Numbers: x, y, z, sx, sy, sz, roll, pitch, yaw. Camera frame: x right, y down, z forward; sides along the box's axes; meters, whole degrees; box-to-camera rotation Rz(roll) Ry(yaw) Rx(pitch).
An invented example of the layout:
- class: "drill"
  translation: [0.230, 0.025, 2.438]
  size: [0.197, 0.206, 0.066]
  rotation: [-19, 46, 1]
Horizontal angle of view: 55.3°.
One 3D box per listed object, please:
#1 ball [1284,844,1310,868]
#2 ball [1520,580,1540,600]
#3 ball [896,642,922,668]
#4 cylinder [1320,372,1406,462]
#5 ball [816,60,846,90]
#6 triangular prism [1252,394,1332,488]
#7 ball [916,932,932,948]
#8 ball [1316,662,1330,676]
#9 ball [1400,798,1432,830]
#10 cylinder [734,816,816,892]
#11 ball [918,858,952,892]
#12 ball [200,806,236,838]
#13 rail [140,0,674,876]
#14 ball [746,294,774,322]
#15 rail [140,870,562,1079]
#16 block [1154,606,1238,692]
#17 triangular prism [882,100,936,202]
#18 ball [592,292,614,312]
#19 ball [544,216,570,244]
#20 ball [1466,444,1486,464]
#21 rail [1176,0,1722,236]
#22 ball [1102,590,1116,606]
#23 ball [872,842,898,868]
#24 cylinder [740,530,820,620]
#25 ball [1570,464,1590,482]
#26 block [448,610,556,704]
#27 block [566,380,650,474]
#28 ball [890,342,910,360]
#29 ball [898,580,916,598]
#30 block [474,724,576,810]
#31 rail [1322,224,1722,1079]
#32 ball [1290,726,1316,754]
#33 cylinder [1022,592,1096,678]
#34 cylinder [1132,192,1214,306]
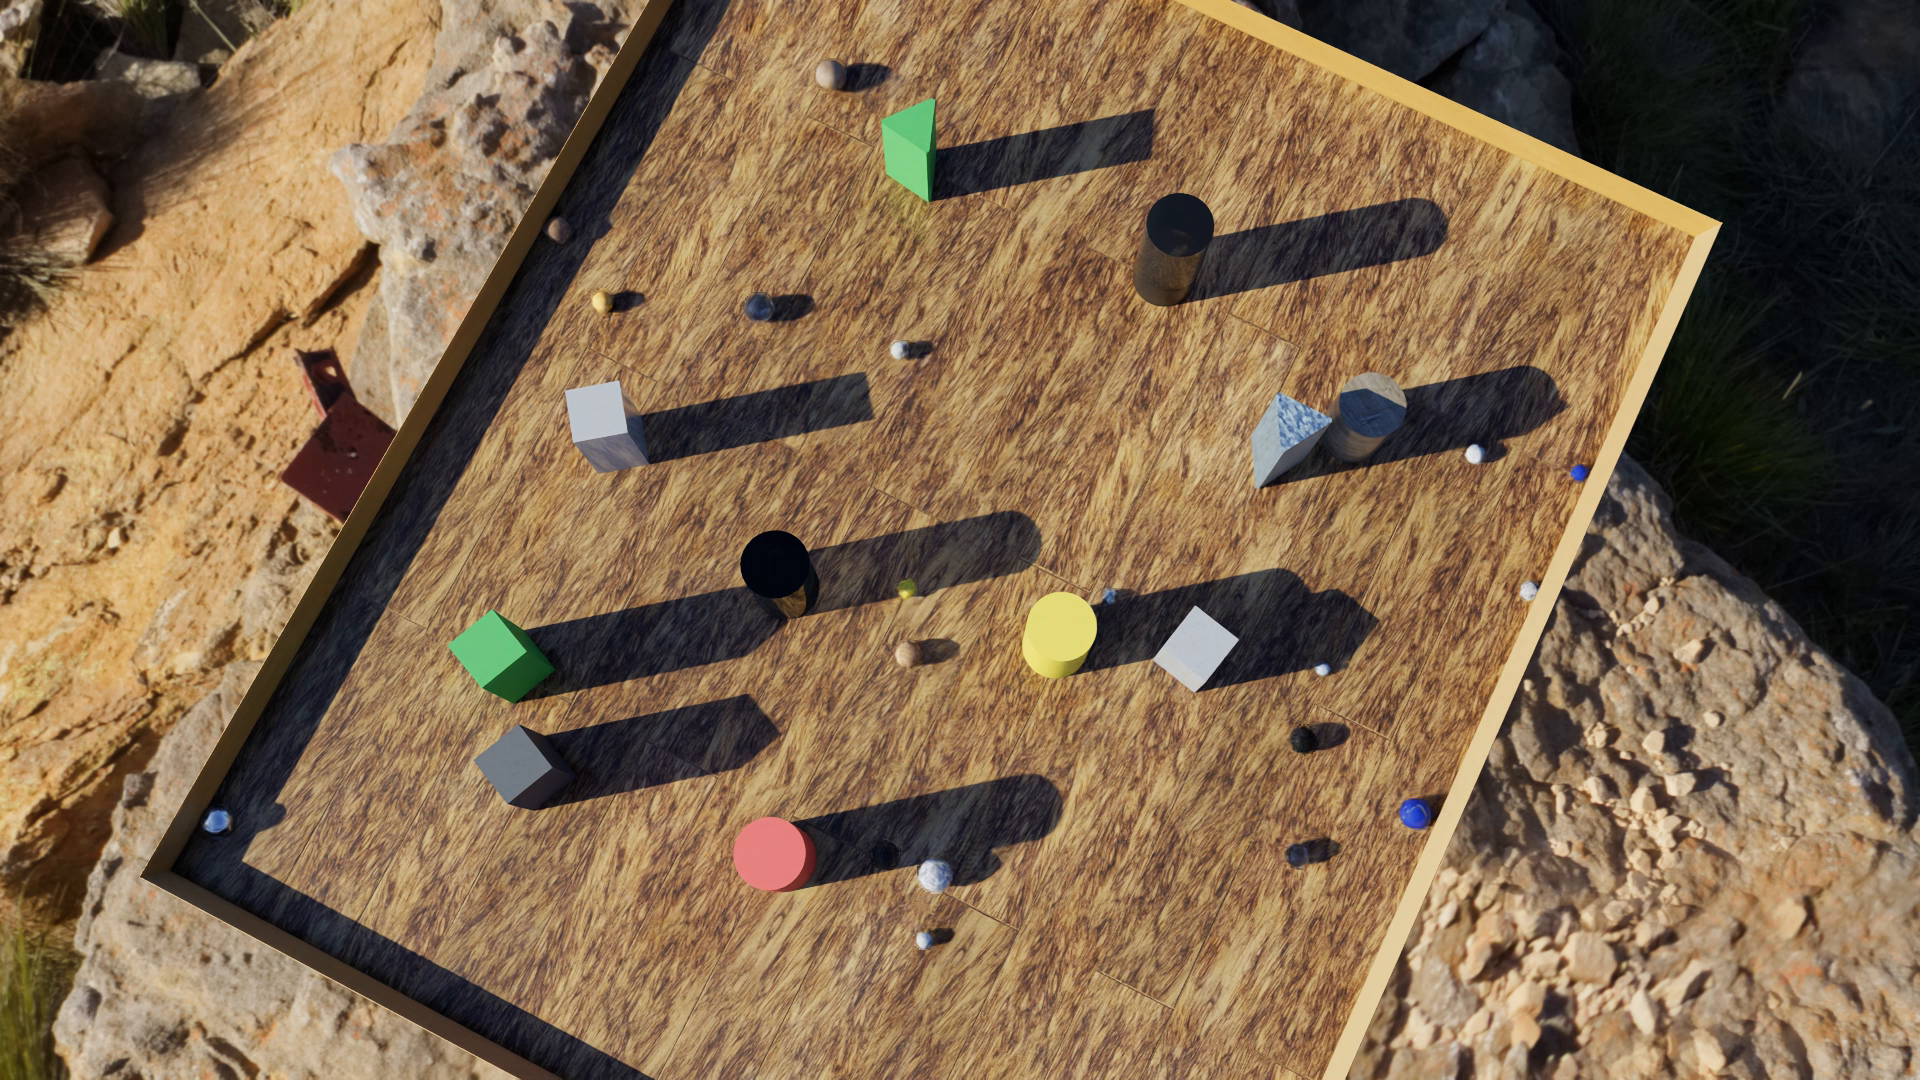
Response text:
- class: "ball"
  translation: [0.991, 0.928, 5.388]
  size: [0.071, 0.071, 0.071]
  rotation: [0, 78, 0]
- class: "ball"
  translation: [1.728, 0.154, 5.554]
  size: [0.061, 0.061, 0.061]
  rotation: [0, 78, 0]
- class: "ball"
  translation: [-0.154, 0.344, 5.505]
  size: [0.080, 0.080, 0.080]
  rotation: [0, 78, 0]
- class: "cylinder"
  translation: [1.215, -0.367, 5.538]
  size: [0.199, 0.303, 0.199]
  rotation: [0, 78, 0]
- class: "ball"
  translation: [-0.414, -1.490, 5.876]
  size: [0.097, 0.097, 0.097]
  rotation: [0, 78, 0]
- class: "triangular prism"
  translation: [0.947, -0.312, 5.447]
  size: [0.172, 0.459, 0.149]
  rotation: [-32, 80, -6]
- class: "ball"
  translation: [-0.104, 1.168, 5.350]
  size: [0.048, 0.048, 0.048]
  rotation: [0, 78, 0]
- class: "ball"
  translation: [1.091, 0.386, 5.514]
  size: [0.044, 0.044, 0.044]
  rotation: [0, 78, 0]
- class: "ball"
  translation: [1.344, 0.806, 5.402]
  size: [0.094, 0.094, 0.094]
  rotation: [0, 78, 0]
- class: "cylinder"
  translation: [-0.523, 0.901, 5.226]
  size: [0.199, 0.400, 0.199]
  rotation: [0, 78, 0]
- class: "ball"
  translation: [-0.071, 0.979, 5.363]
  size: [0.099, 0.099, 0.099]
  rotation: [0, 78, 0]
- class: "ball"
  translation: [-2.186, 0.832, 5.396]
  size: [0.095, 0.095, 0.095]
  rotation: [0, 78, 0]
- class: "rail"
  translation: [-1.473, -0.715, 5.698]
  size: [0.045, 0.129, 3.905]
  rotation: [26, 80, 5]
- class: "ball"
  translation: [-0.626, -0.723, 5.721]
  size: [0.089, 0.089, 0.089]
  rotation: [0, 78, 0]
- class: "rail"
  translation: [-0.863, 1.696, 5.198]
  size: [3.342, 0.129, 0.045]
  rotation: [26, 80, 5]
- class: "block"
  translation: [0.695, 0.325, 5.418]
  size: [0.159, 0.257, 0.159]
  rotation: [38, 81, 7]
- class: "triangular prism"
  translation: [-0.122, -1.225, 5.674]
  size: [0.172, 0.385, 0.149]
  rotation: [35, 80, 7]
- class: "ball"
  translation: [-1.118, -0.746, 5.738]
  size: [0.065, 0.065, 0.065]
  rotation: [0, 78, 0]
- class: "ball"
  translation: [-1.270, -0.976, 5.775]
  size: [0.085, 0.085, 0.085]
  rotation: [0, 78, 0]
- class: "ball"
  translation: [1.586, -0.264, 5.641]
  size: [0.059, 0.059, 0.059]
  rotation: [0, 78, 0]
- class: "rail"
  translation: [0.863, -1.683, 5.898]
  size: [3.342, 0.129, 0.045]
  rotation: [26, 80, 5]
- class: "ball"
  translation: [0.452, 0.174, 5.556]
  size: [0.047, 0.047, 0.047]
  rotation: [0, 78, 0]
- class: "ball"
  translation: [-0.219, 0.925, 5.385]
  size: [0.079, 0.079, 0.079]
  rotation: [0, 78, 0]
- class: "cylinder"
  translation: [-0.527, 0.107, 5.405]
  size: [0.199, 0.372, 0.199]
  rotation: [0, 78, 0]
- class: "ball"
  translation: [1.905, -0.205, 5.632]
  size: [0.053, 0.053, 0.053]
  rotation: [0, 78, 0]
- class: "block"
  translation: [-1.333, 0.344, 5.350]
  size: [0.159, 0.382, 0.159]
  rotation: [-40, 81, -8]
- class: "block"
  translation: [-1.053, -0.334, 5.492]
  size: [0.159, 0.380, 0.159]
  rotation: [-11, 79, -2]
- class: "ball"
  translation: [-0.186, -0.590, 5.709]
  size: [0.058, 0.058, 0.058]
  rotation: [0, 78, 0]
- class: "ball"
  translation: [-0.162, 0.149, 5.557]
  size: [0.056, 0.056, 0.056]
  rotation: [0, 78, 0]
- class: "block"
  translation: [-1.256, 0.662, 5.309]
  size: [0.159, 0.333, 0.159]
  rotation: [-39, 81, -7]
- class: "rail"
  translation: [1.473, 0.728, 5.399]
  size: [0.045, 0.129, 3.905]
  rotation: [26, 80, 5]
- class: "ball"
  translation: [1.020, 0.595, 5.453]
  size: [0.079, 0.079, 0.079]
  rotation: [0, 78, 0]
- class: "cylinder"
  translation: [0.288, 0.282, 5.368]
  size: [0.199, 0.372, 0.199]
  rotation: [0, 78, 0]
- class: "cylinder"
  translation: [0.644, -0.876, 5.572]
  size: [0.199, 0.442, 0.199]
  rotation: [0, 78, 0]
